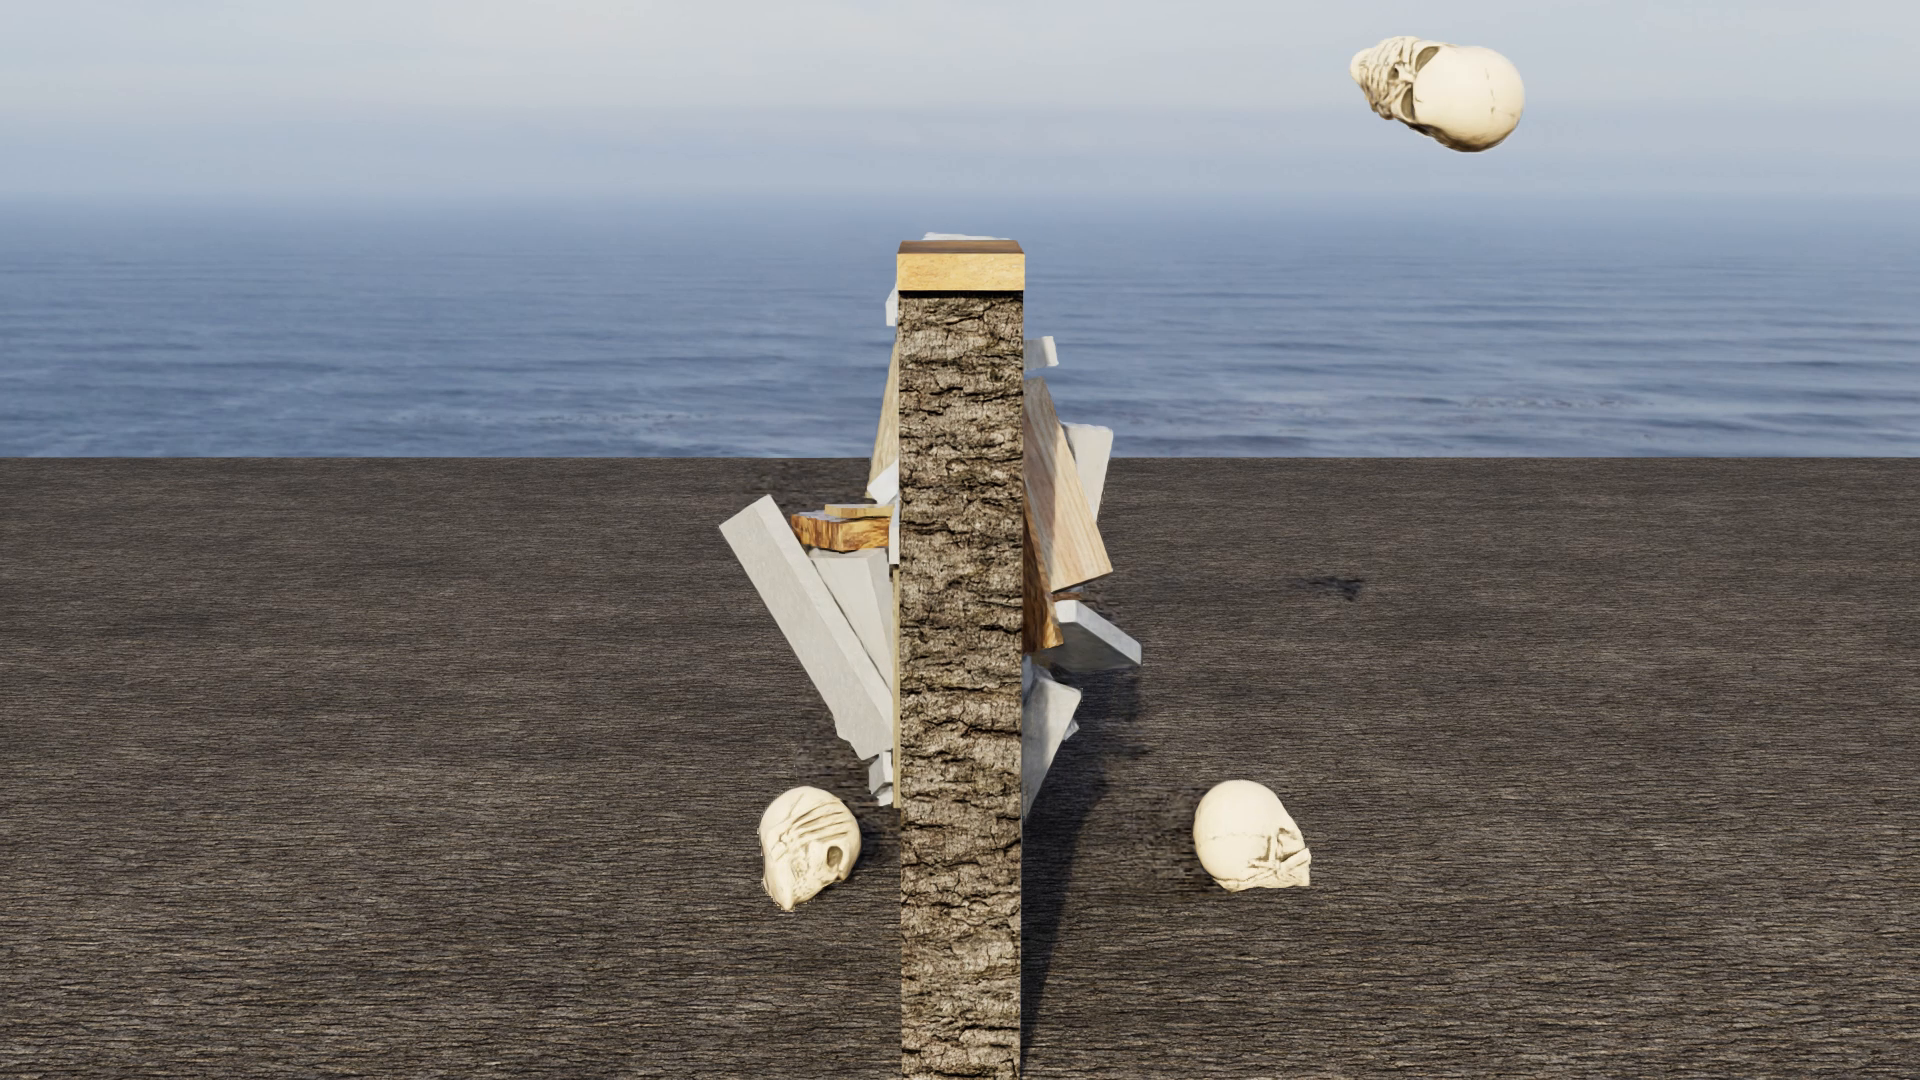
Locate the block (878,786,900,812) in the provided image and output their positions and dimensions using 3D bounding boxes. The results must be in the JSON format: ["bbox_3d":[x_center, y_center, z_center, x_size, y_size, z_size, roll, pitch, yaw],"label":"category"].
[{"bbox_3d":[-0.057,0.465,3.968,0.103,0.029,0.207,-18,-19,20],"label":"block"}]

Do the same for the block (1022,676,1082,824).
[{"bbox_3d":[0.088,0.348,3.275,0.072,0.305,0.020,19,17,-12],"label":"block"}]

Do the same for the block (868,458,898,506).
[{"bbox_3d":[-0.109,-0.113,3.967,0.017,0.117,0.058,38,11,-51],"label":"block"}]

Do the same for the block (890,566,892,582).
[{"bbox_3d":[-0.042,-0.064,3.679,0.039,0.277,0.139,13,9,39],"label":"block"}]

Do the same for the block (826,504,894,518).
[{"bbox_3d":[-0.173,-0.052,3.895,0.117,0.017,0.059,-2,8,-30],"label":"block"}]

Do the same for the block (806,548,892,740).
[{"bbox_3d":[-0.175,0.188,3.905,0.174,0.347,0.049,0,19,40],"label":"block"}]

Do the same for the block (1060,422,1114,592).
[{"bbox_3d":[0.158,-0.057,3.644,0.139,0.277,0.039,6,13,-18],"label":"block"}]

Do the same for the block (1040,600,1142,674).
[{"bbox_3d":[0.172,0.147,3.318,0.118,0.033,0.236,-8,-23,27],"label":"block"}]

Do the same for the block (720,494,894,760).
[{"bbox_3d":[-0.252,0.156,3.854,0.039,0.488,0.139,-33,2,-36],"label":"block"}]

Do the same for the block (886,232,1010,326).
[{"bbox_3d":[-0.018,-0.481,4.082,0.163,0.046,0.327,6,31,11],"label":"block"}]

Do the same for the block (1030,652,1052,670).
[{"bbox_3d":[0.097,0.224,3.683,0.108,0.215,0.030,4,17,-41],"label":"block"}]

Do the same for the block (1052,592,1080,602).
[{"bbox_3d":[0.090,0.096,3.695,0.108,0.030,0.215,0,4,-39],"label":"block"}]

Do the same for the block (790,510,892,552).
[{"bbox_3d":[-0.114,-0.033,4.002,0.347,0.049,0.174,-8,11,-35],"label":"block"}]

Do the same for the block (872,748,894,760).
[{"bbox_3d":[-0.075,0.314,3.997,0.103,0.029,0.207,-3,40,37],"label":"block"}]

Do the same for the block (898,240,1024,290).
[{"bbox_3d":[0.000,-0.356,2.836,0.156,0.044,0.311,0,11,0],"label":"block"}]

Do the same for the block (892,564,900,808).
[{"bbox_3d":[-0.004,0.188,2.933,0.170,0.340,0.048,0,11,0],"label":"block"}]

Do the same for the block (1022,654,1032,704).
[{"bbox_3d":[0.075,0.231,3.274,0.072,0.143,0.020,-32,54,-21],"label":"block"}]

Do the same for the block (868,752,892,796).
[{"bbox_3d":[-0.139,0.409,3.843,0.015,0.052,0.104,2,-21,-16],"label":"block"}]

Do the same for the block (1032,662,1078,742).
[{"bbox_3d":[0.087,0.232,3.480,0.033,0.118,0.236,-37,28,-19],"label":"block"}]

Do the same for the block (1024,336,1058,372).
[{"bbox_3d":[0.065,-0.281,3.441,0.157,0.044,0.314,-11,4,1],"label":"block"}]

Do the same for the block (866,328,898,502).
[{"bbox_3d":[-0.068,-0.226,4.023,0.163,0.327,0.046,5,-8,39],"label":"block"}]

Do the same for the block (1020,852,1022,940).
[{"bbox_3d":[0.003,0.557,2.985,0.157,0.315,0.045,0,11,0],"label":"block"}]

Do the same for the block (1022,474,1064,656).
[{"bbox_3d":[0.039,-0.068,3.220,0.113,0.483,0.032,-16,-6,20],"label":"block"}]

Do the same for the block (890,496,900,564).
[{"bbox_3d":[-0.004,-0.024,3.006,0.170,0.048,0.340,0,11,1],"label":"block"}]

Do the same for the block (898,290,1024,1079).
[{"bbox_3d":[0.001,0.206,2.836,0.156,1.059,0.044,0,11,0],"label":"block"}]

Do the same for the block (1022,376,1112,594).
[{"bbox_3d":[0.099,-0.072,3.278,0.157,0.314,0.044,-18,-9,-10],"label":"block"}]

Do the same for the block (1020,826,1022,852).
[{"bbox_3d":[0.003,0.361,3.056,0.157,0.045,0.315,0,11,0],"label":"block"}]
